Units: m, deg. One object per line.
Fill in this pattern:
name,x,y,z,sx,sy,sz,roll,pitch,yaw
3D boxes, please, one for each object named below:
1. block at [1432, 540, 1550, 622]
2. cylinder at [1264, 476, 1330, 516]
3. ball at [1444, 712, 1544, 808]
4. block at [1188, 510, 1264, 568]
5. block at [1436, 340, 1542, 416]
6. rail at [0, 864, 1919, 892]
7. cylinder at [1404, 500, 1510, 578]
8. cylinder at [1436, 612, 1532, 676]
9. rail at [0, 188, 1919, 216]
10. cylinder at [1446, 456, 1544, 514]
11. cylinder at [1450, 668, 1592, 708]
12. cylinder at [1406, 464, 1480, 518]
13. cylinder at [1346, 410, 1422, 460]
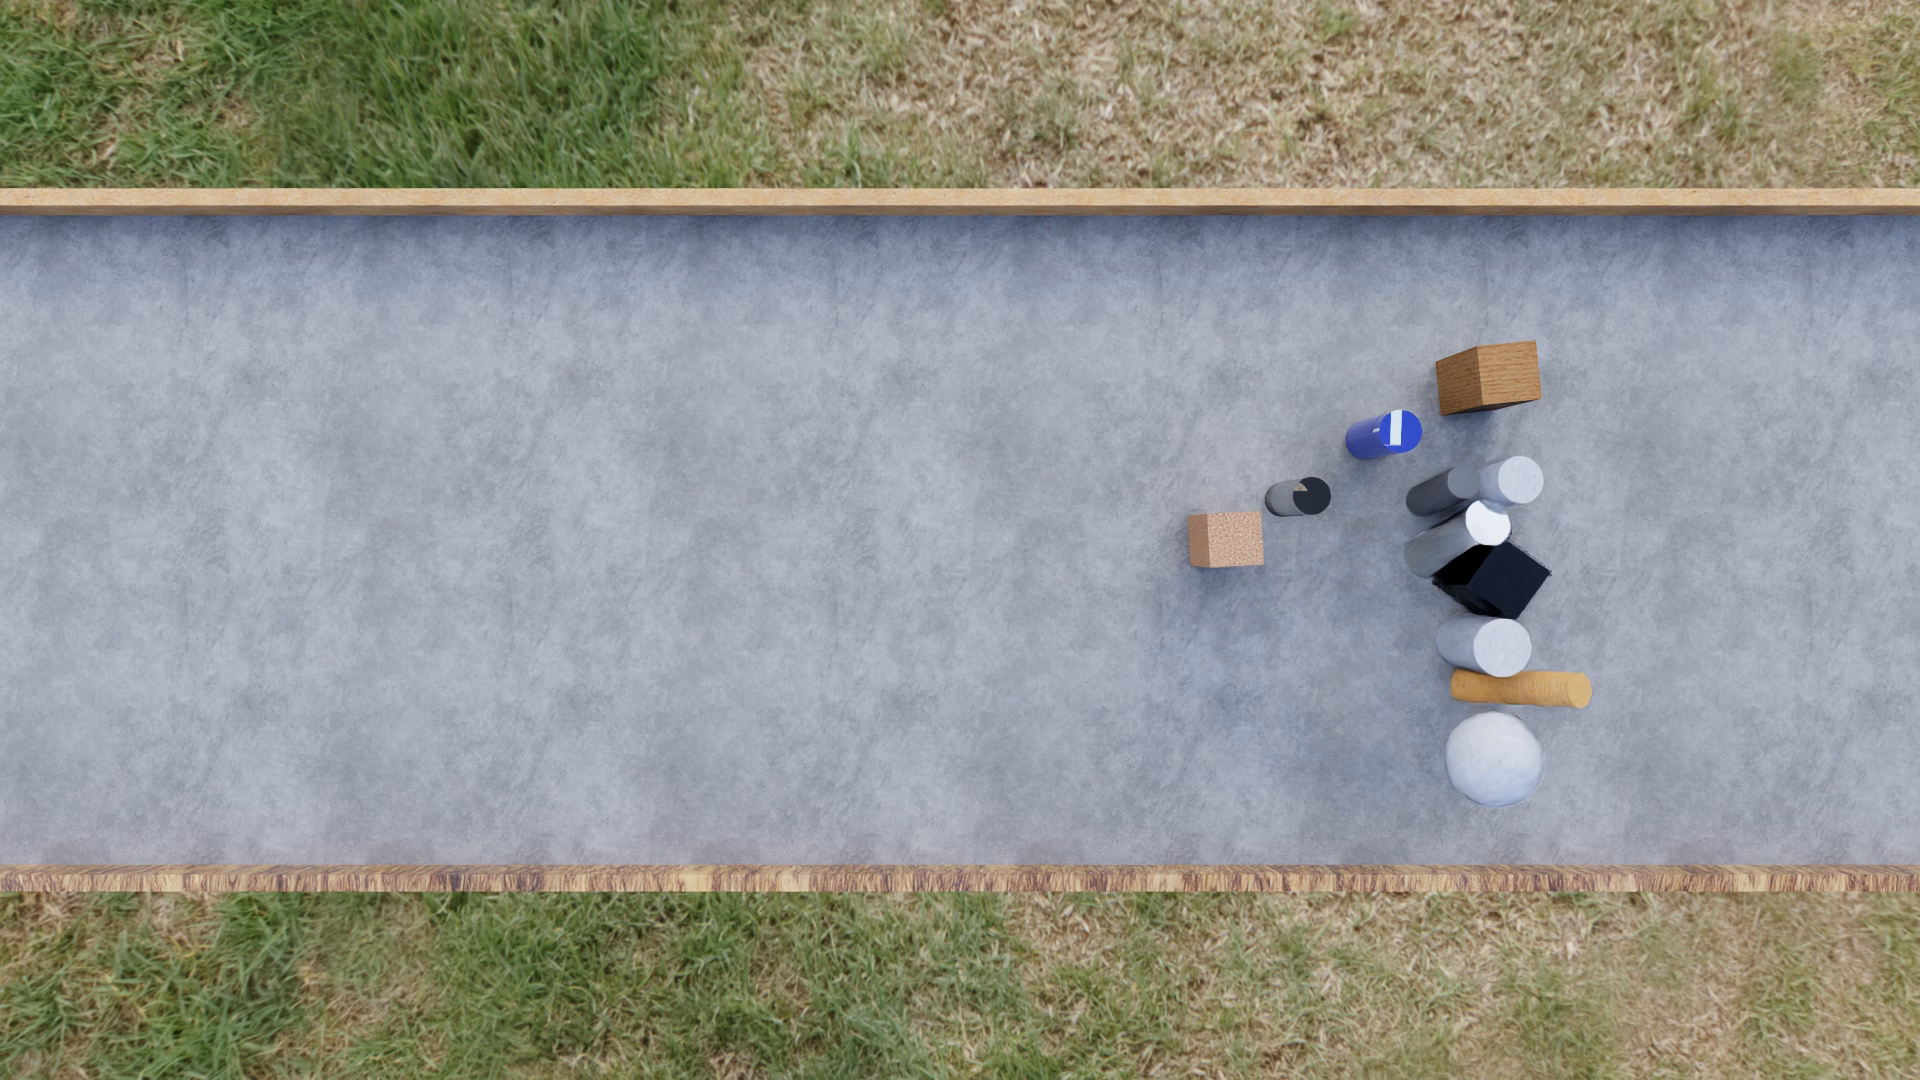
block,1.575,0.112,4.909,0.175,0.330,0.175,36,89,-1
cylinder,0.992,-0.124,4.861,0.108,0.431,0.108,0,90,0
ball,1.548,0.635,4.783,0.276,0.276,0.276,0,90,0
block,0.781,-0.003,4.876,0.153,0.402,0.153,-3,90,0
block,1.555,-0.474,4.873,0.168,0.408,0.168,-6,90,0
rail,-2.247,1.025,5.001,12.000,0.150,0.050,0,90,0
cylinder,1.463,0.000,4.875,0.137,0.380,0.137,3,74,-12
cylinder,1.555,0.308,4.907,0.169,0.334,0.169,0,90,-2
rail,-2.247,-1.025,5.002,12.000,0.150,0.050,0,90,0
cylinder,1.563,-0.155,4.871,0.136,0.395,0.136,1,85,-8
cylinder,1.647,0.436,4.868,0.101,0.429,0.101,2,87,-32
cylinder,1.437,-0.143,4.915,0.101,0.309,0.101,1,81,-7
cylinder,1.247,-0.308,4.872,0.122,0.409,0.122,0,90,0
